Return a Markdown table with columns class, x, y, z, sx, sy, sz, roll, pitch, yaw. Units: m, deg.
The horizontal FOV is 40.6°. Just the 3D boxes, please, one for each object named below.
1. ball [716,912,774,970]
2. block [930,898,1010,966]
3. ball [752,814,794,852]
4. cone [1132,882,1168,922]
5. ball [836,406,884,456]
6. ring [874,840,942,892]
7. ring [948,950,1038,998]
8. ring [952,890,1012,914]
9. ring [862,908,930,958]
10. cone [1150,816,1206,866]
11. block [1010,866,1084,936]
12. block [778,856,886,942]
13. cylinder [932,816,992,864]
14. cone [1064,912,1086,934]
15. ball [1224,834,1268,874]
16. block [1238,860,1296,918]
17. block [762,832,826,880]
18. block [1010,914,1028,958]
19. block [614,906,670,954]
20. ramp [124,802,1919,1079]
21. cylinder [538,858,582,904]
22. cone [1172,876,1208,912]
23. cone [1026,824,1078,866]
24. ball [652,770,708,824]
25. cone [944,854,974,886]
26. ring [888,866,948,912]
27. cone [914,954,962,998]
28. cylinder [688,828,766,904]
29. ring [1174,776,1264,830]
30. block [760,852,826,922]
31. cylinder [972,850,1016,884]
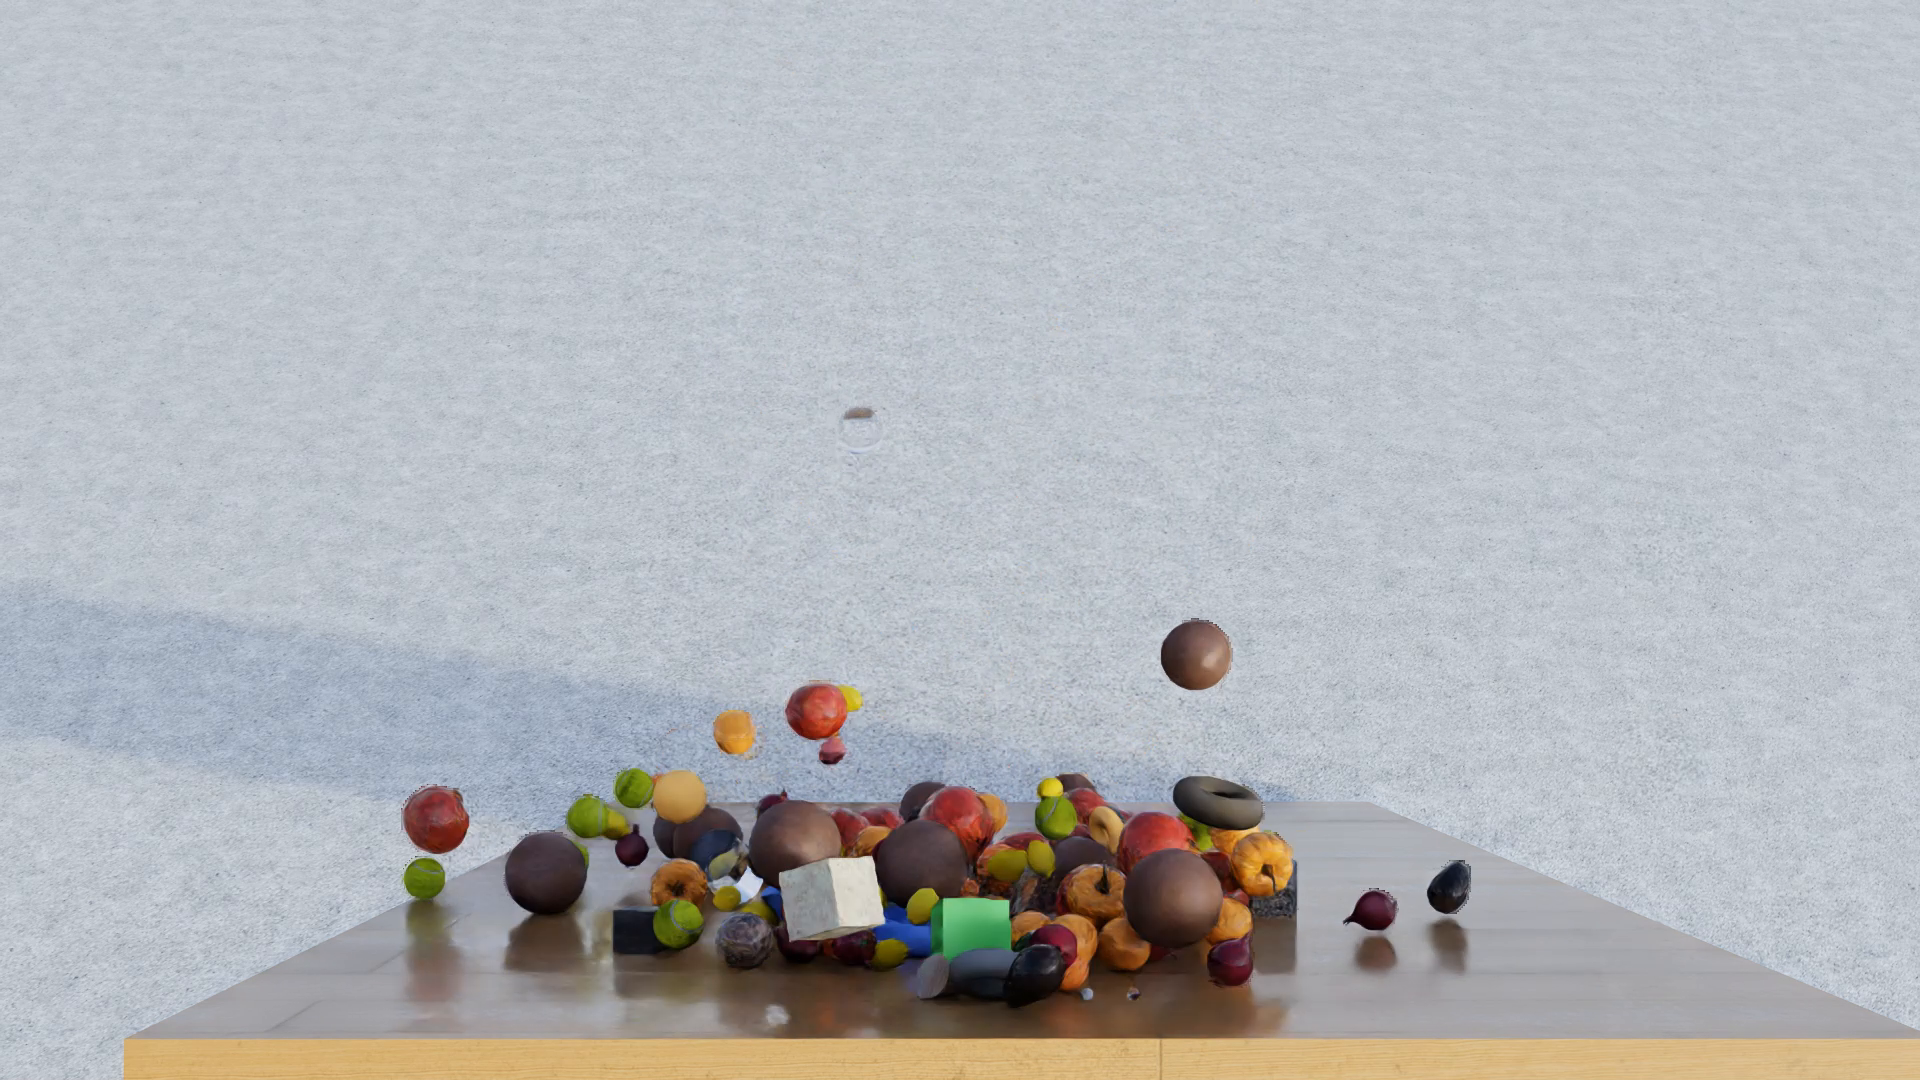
| class | x | y | z | sx | sy | sz | roll | pitch | yaw |
| --- | --- | --- | --- | --- | --- | --- | --- | --- | --- |
| ball | -0.286 | 0.532 | 3.449 | 0.077 | 0.077 | 0.077 | 0 | 36 | 0 |
| block | 0.013 | 0.512 | 3.342 | 0.087 | 0.087 | 0.087 | 3 | 72 | -11 |
| ball | -0.376 | 0.592 | 5.228 | 0.083 | 0.083 | 0.083 | 0 | 36 | 0 |
| cone | 0.286 | 0.550 | 3.992 | 0.056 | 0.056 | 0.056 | -5 | 51 | -7 |
| ball | -0.171 | -0.187 | 4.459 | 0.084 | 0.084 | 0.084 | 0 | 36 | 0 |
| ring | -0.083 | 0.522 | 4.143 | 0.116 | 0.039 | 0.116 | 11 | 33 | -7 |
| ring | 0.040 | 0.526 | 3.150 | 0.109 | 0.109 | 0.036 | 2 | 60 | 3 |
| ring | 0.043 | 0.572 | 4.065 | 0.123 | 0.041 | 0.123 | 0 | -1 | 0 |
| ring | -0.071 | 0.547 | 3.622 | 0.134 | 0.045 | 0.134 | 8 | 7 | -1 |
| cone | 0.362 | 0.495 | 4.245 | 0.083 | 0.083 | 0.083 | 6 | 35 | -10 |
| block | 0.123 | 0.527 | 3.798 | 0.072 | 0.072 | 0.072 | 30 | -9 | -17 |
| block | -0.157 | 0.439 | 3.175 | 0.084 | 0.084 | 0.084 | -21 | -17 | 34 |
| cylinder | 0.004 | 0.582 | 5.047 | 0.090 | 0.090 | 0.090 | 1 | 33 | -22 |
| cone | 0.162 | 0.559 | 3.878 | 0.054 | 0.054 | 0.054 | 0 | -2 | 0 |
| ball | 0.524 | 0.578 | 4.763 | 0.077 | 0.077 | 0.077 | 0 | 36 | 0 |
| block | 0.489 | 0.553 | 4.136 | 0.082 | 0.082 | 0.082 | -1 | -2 | 14 |
| block | -0.301 | 0.574 | 4.709 | 0.082 | 0.082 | 0.082 | 2 | -3 | -45 |
| block | 0.056 | 0.545 | 3.572 | 0.056 | 0.056 | 0.056 | 1 | -6 | -20 |
| block | -0.447 | 0.548 | 3.652 | 0.059 | 0.059 | 0.059 | -1 | -2 | 17 |
| ramp | 0.078 | 0.670 | 4.860 | 2.000 | 0.100 | 4.000 | 0 | -2 | 0 |
| cylinder | -0.658 | 0.560 | 4.268 | 0.052 | 0.052 | 0.052 | -52 | 47 | 4 |
| cone | 0.362 | 0.559 | 4.196 | 0.061 | 0.061 | 0.061 | -8 | 15 | -11 |
| cone | 0.188 | 0.603 | 4.965 | 0.092 | 0.092 | 0.092 | 27 | 38 | -3 |
| ball | -0.428 | 0.392 | 3.968 | 0.083 | 0.083 | 0.083 | 0 | 36 | 0 |
| cone | 0.009 | 0.598 | 4.612 | 0.058 | 0.058 | 0.058 | -11 | 28 | -15 |
| ring | -0.063 | 0.537 | 3.930 | 0.106 | 0.035 | 0.106 | -33 | 19 | 13 |
| cone | -0.015 | 0.548 | 3.200 | 0.058 | 0.058 | 0.058 | -29 | 43 | 31 |
| cylinder | -0.376 | 0.527 | 4.195 | 0.092 | 0.092 | 0.092 | -13 | 55 | 19 |
| ring | 0.374 | 0.381 | 3.770 | 0.135 | 0.045 | 0.135 | 13 | 12 | -3 |
| block | -0.222 | 0.520 | 3.815 | 0.084 | 0.084 | 0.084 | -48 | 16 | -27 |
| cylinder | 0.060 | 0.575 | 4.571 | 0.053 | 0.053 | 0.053 | -6 | 33 | -38 |
